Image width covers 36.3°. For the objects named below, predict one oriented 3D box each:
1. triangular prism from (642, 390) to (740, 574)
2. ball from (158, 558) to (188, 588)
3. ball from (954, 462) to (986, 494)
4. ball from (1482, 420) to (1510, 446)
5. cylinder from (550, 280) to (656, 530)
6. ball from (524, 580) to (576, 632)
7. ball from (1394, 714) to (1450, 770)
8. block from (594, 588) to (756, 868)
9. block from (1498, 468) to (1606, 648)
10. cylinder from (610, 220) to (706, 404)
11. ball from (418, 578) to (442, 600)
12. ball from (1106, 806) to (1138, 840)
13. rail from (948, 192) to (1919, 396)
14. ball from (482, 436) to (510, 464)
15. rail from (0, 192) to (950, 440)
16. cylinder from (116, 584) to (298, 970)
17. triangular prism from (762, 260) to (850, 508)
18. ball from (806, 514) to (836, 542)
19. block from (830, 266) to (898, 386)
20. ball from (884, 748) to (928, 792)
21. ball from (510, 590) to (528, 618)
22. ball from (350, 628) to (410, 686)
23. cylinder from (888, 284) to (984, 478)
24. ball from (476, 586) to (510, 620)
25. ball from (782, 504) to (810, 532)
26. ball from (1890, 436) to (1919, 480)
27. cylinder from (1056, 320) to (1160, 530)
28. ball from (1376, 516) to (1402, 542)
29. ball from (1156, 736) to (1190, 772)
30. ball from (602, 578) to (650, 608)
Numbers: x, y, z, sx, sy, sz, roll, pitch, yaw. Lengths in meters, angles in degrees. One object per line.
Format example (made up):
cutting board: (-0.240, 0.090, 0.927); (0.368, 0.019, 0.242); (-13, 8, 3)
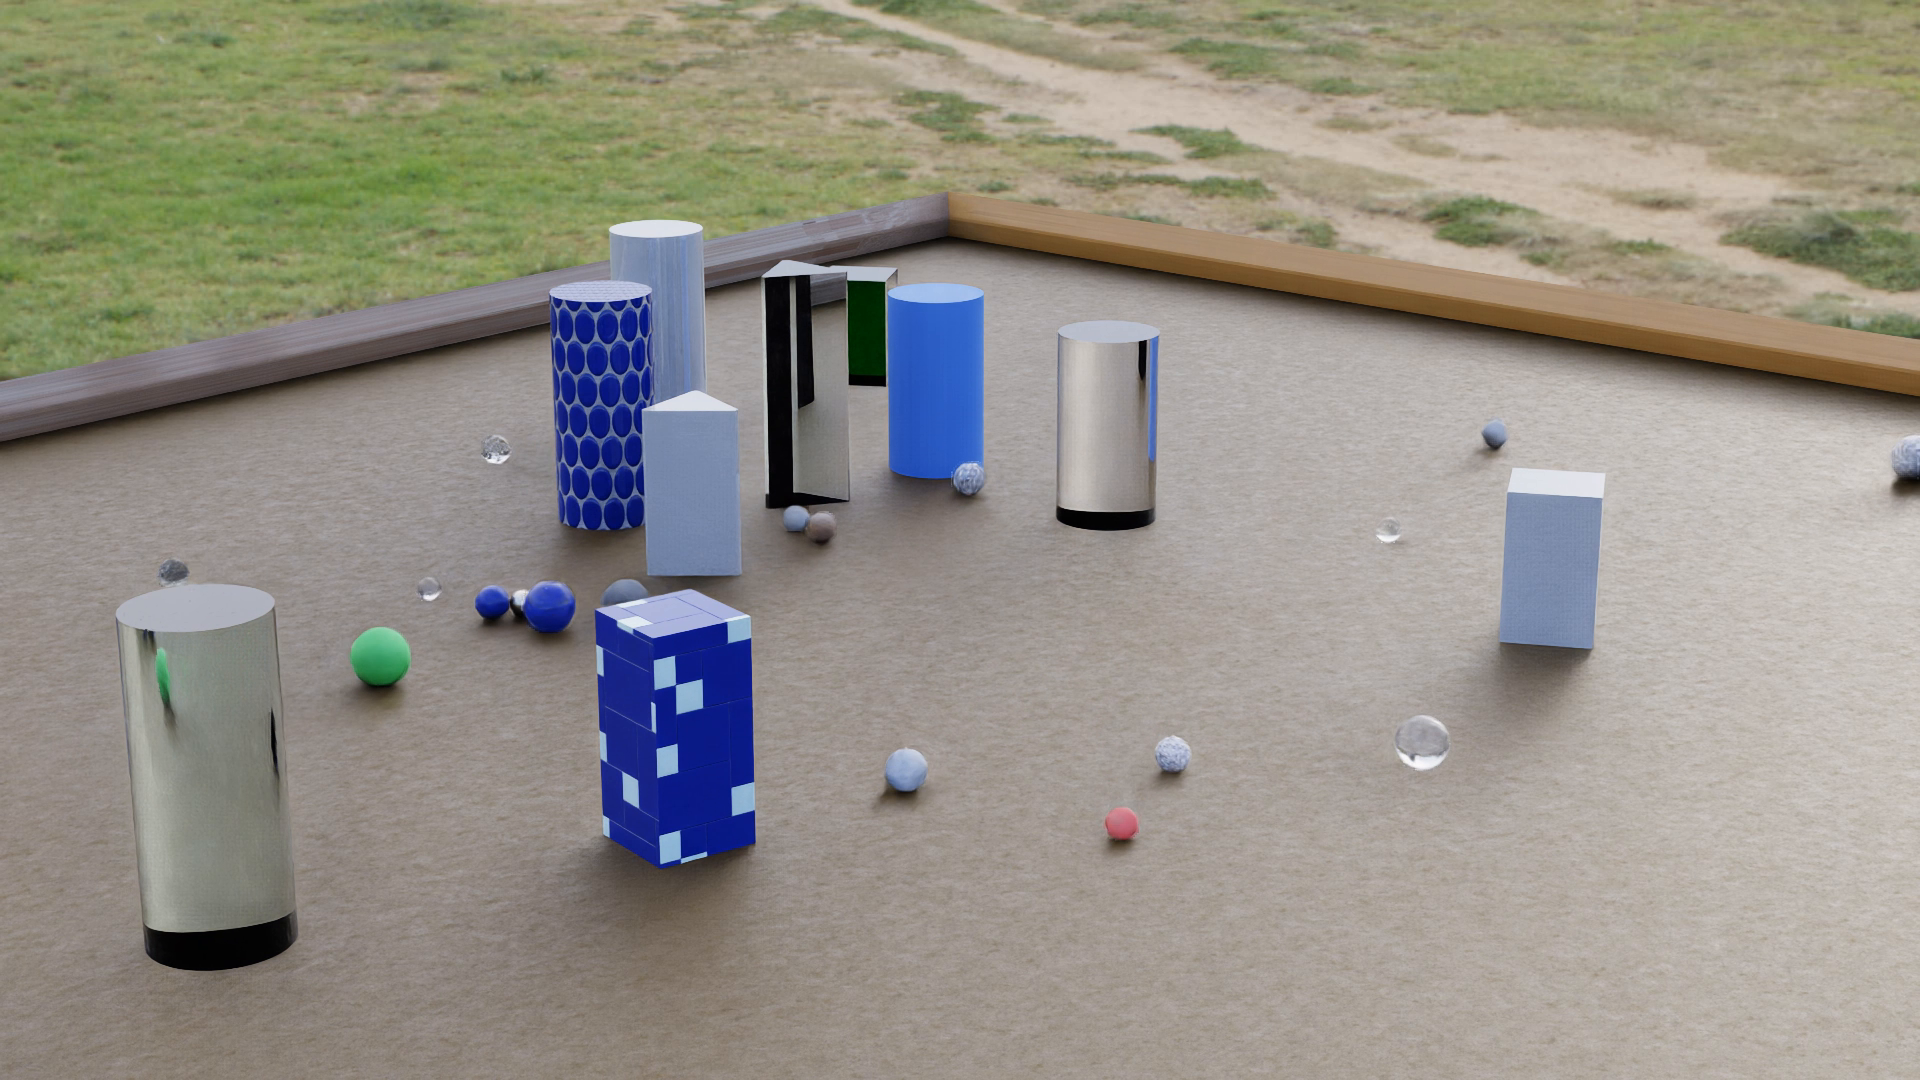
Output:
triangular prism: (-0.475, -0.104, 5.261); (0.166, 0.303, 0.144); (0, 17, 0)
ball: (-1.383, 0.059, 5.155); (0.054, 0.054, 0.054); (0, 17, 0)
ball: (0.018, -0.120, 5.731); (0.063, 0.063, 0.063); (0, 17, 0)
ball: (1.111, -0.221, 6.077); (0.056, 0.056, 0.056); (0, 17, 0)
cylinder: (-0.670, -0.255, 5.532); (0.191, 0.437, 0.191); (0, 17, 0)
ball: (-0.688, 0.111, 4.924); (0.087, 0.087, 0.087); (0, 17, 0)
ball: (0.681, 0.298, 4.317); (0.081, 0.081, 0.081); (0, 17, 0)
block: (-0.390, 0.257, 4.023); (0.153, 0.330, 0.153); (-12, 21, -35)
block: (0.989, 0.029, 4.897); (0.153, 0.260, 0.153); (4, 17, 13)
cylinder: (-0.621, -0.421, 6.058); (0.191, 0.450, 0.191); (0, 17, 0)
ball: (-0.922, 0.085, 5.092); (0.041, 0.041, 0.041); (0, 17, 0)
ball: (0.224, 0.393, 4.064); (0.045, 0.045, 0.045); (0, 17, 0)
rail: (1.602, -0.502, 6.887); (4.377, 0.124, 0.045); (14, 22, 39)
ball: (-0.941, -0.184, 5.952); (0.057, 0.057, 0.057); (0, 17, 0)
rail: (-1.635, -0.379, 6.479); (0.045, 0.124, 4.934); (14, 22, 39)
cylinder: (-0.944, 0.297, 3.688); (0.191, 0.446, 0.191); (0, 17, 0)
triangular prism: (-0.315, -0.305, 5.667); (0.166, 0.453, 0.144); (-5, 18, -17)
ball: (-0.256, -0.022, 5.421); (0.055, 0.055, 0.055); (0, 17, 0)
block: (-0.229, -0.484, 6.631); (0.153, 0.240, 0.153); (3, 17, 9)
ball: (-0.078, 0.332, 4.235); (0.063, 0.063, 0.063); (0, 17, 0)
ball: (-0.743, 0.109, 4.998); (0.048, 0.048, 0.048); (0, 17, 0)
ball: (-0.922, 0.186, 4.664); (0.094, 0.094, 0.094); (0, 17, 0)
cylinder: (-0.048, -0.321, 5.889); (0.191, 0.357, 0.191); (0, 17, 0)
ball: (-0.796, 0.107, 4.988); (0.058, 0.058, 0.058); (0, 17, 0)
ball: (-0.307, -0.041, 5.489); (0.050, 0.050, 0.050); (0, 17, 0)
ball: (1.896, -0.163, 5.828); (0.090, 0.090, 0.090); (0, 17, 0)
cylinder: (0.279, -0.217, 5.538); (0.191, 0.361, 0.191); (0, 17, 0)
ball: (0.792, -0.019, 5.424); (0.047, 0.047, 0.047); (0, 17, 0)
ball: (0.313, 0.314, 4.310); (0.052, 0.052, 0.052); (0, 17, 0)
ball: (-0.563, 0.105, 4.954); (0.080, 0.080, 0.080); (0, 17, 0)
